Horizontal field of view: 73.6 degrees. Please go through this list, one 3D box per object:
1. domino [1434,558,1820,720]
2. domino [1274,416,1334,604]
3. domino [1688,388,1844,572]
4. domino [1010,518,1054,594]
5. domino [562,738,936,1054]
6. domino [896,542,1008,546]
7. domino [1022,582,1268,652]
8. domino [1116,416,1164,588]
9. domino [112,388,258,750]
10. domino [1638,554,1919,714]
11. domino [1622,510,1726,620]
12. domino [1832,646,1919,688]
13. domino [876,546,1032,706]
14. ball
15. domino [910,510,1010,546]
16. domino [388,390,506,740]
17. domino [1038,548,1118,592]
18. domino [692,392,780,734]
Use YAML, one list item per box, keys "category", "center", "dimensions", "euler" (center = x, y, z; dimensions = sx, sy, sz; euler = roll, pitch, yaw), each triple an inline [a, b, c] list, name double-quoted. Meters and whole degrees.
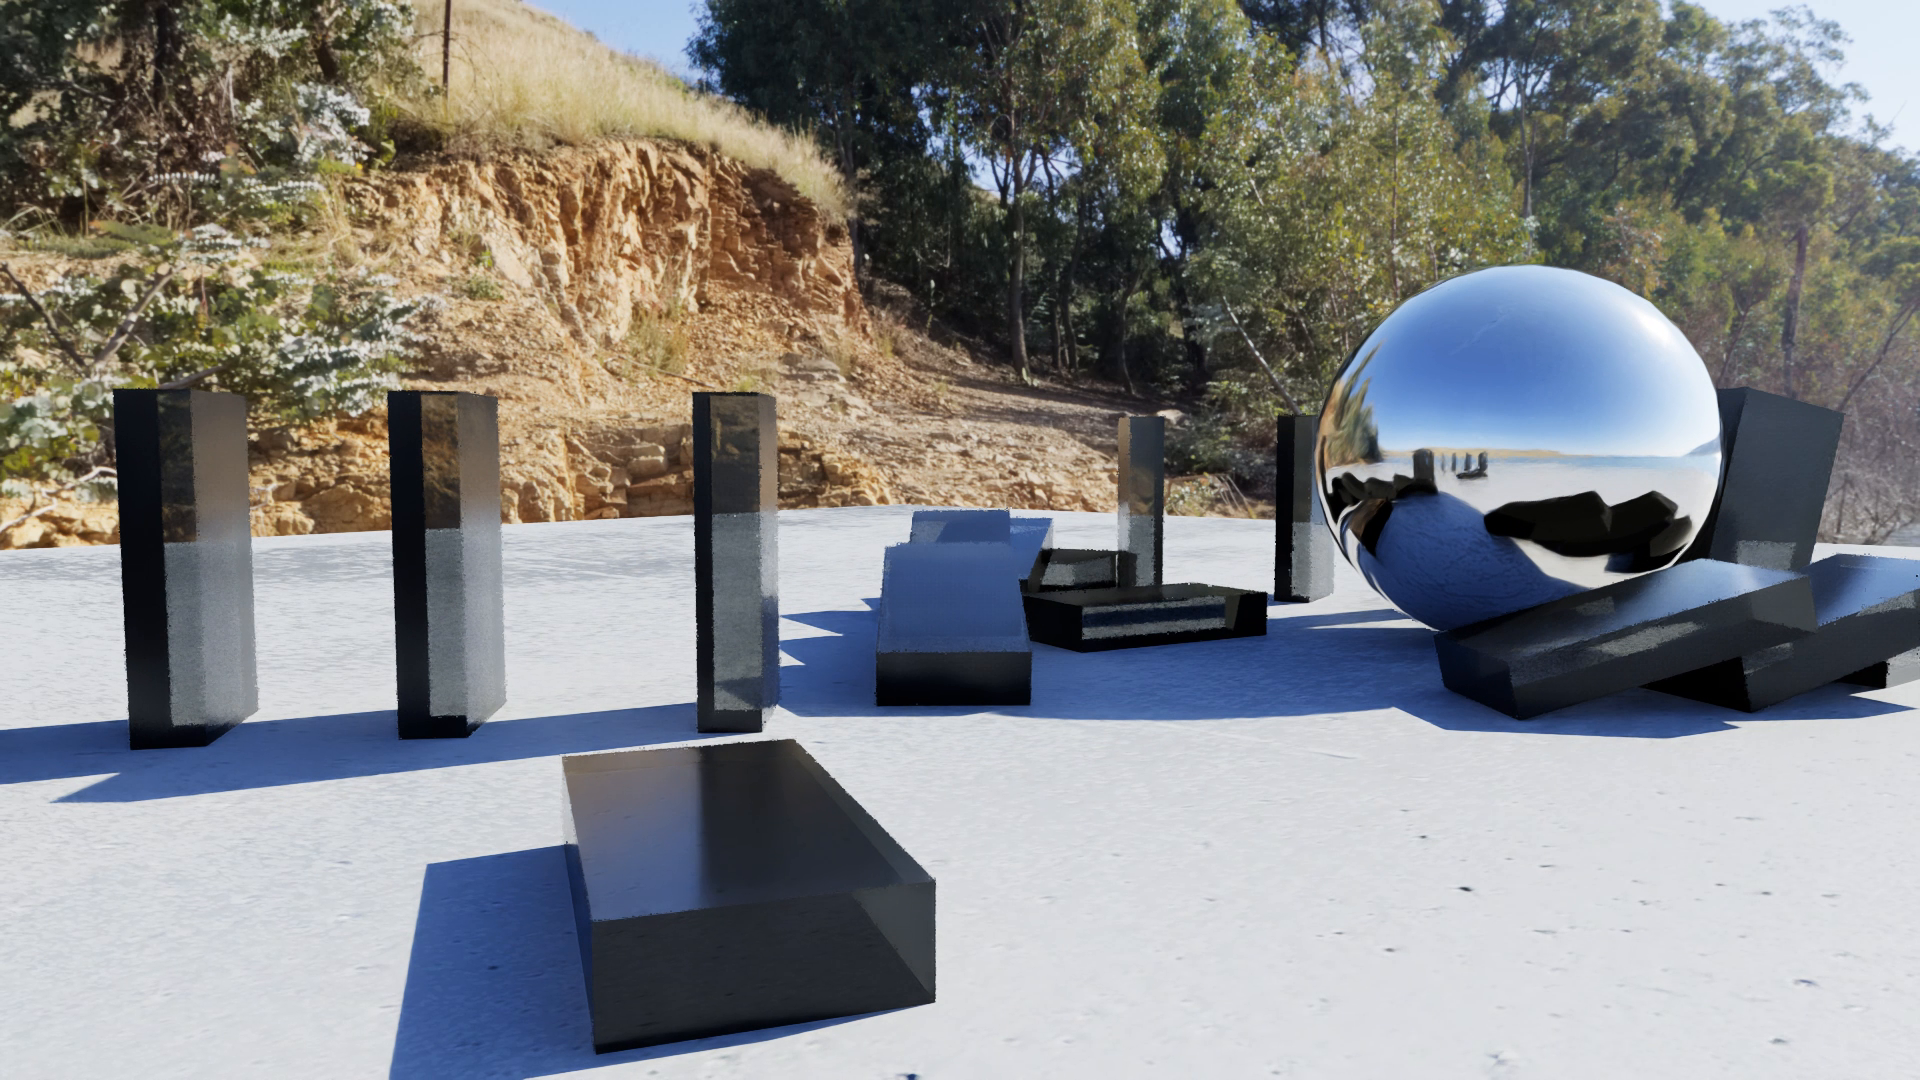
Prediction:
- category: "domino"
  center: [0.108, 0.015, 0.211]
  dimensions: [0.050, 0.010, 0.025]
  euler: [-15, 6, -3]
- category: "domino"
  center: [0.096, -0.009, 0.354]
  dimensions: [0.010, 0.050, 0.025]
  euler: [3, 5, 31]
- category: "domino"
  center: [0.168, -0.005, 0.273]
  dimensions: [0.025, 0.050, 0.010]
  euler: [12, 2, -13]
- category: "domino"
  center: [0.009, 0.006, 0.343]
  dimensions: [0.025, 0.009, 0.050]
  euler: [1, 19, 11]
- category: "domino"
  center: [-0.022, 0.029, 0.117]
  dimensions: [0.025, 0.009, 0.050]
  euler: [-2, 5, -20]
- category: "domino"
  center: [-0.001, 0.012, 0.267]
  dimensions: [0.025, 0.010, 0.050]
  euler: [0, 17, -1]
- category: "domino"
  center: [0.040, 0.017, 0.284]
  dimensions: [0.050, 0.010, 0.025]
  euler: [-2, 5, -30]
- category: "domino"
  center: [0.052, -0.010, 0.368]
  dimensions: [0.009, 0.050, 0.025]
  euler: [0, 4, 0]
- category: "domino"
  center: [-0.114, 0.003, 0.190]
  dimensions: [0.010, 0.050, 0.025]
  euler: [-1, 4, -14]
- category: "domino"
  center: [0.144, 0.015, 0.220]
  dimensions: [0.050, 0.009, 0.025]
  euler: [-17, 8, -14]
- category: "domino"
  center: [0.180, 0.005, 0.328]
  dimensions: [0.050, 0.025, 0.009]
  euler: [-3, 5, -38]
- category: "domino"
  center: [0.174, 0.019, 0.248]
  dimensions: [0.050, 0.009, 0.025]
  euler: [-3, 5, -35]
- category: "domino"
  center: [-0.002, 0.014, 0.231]
  dimensions: [0.025, 0.010, 0.050]
  euler: [0, 20, -1]
- category: "ball"
  center: [0.117, -0.018, 0.273]
  dimensions: [0.080, 0.080, 0.080]
  euler: [0, 4, 0]
- category: "domino"
  center: [0.000, 0.006, 0.313]
  dimensions: [0.025, 0.010, 0.050]
  euler: [-1, 23, 2]
- category: "domino"
  center: [-0.078, 0.003, 0.196]
  dimensions: [0.010, 0.050, 0.025]
  euler: [-1, 4, -7]
- category: "domino"
  center: [0.031, 0.009, 0.379]
  dimensions: [0.025, 0.009, 0.050]
  euler: [2, 5, 26]
- category: "domino"
  center: [-0.034, 0.003, 0.200]
  dimensions: [0.010, 0.050, 0.025]
  euler: [0, 4, -2]
